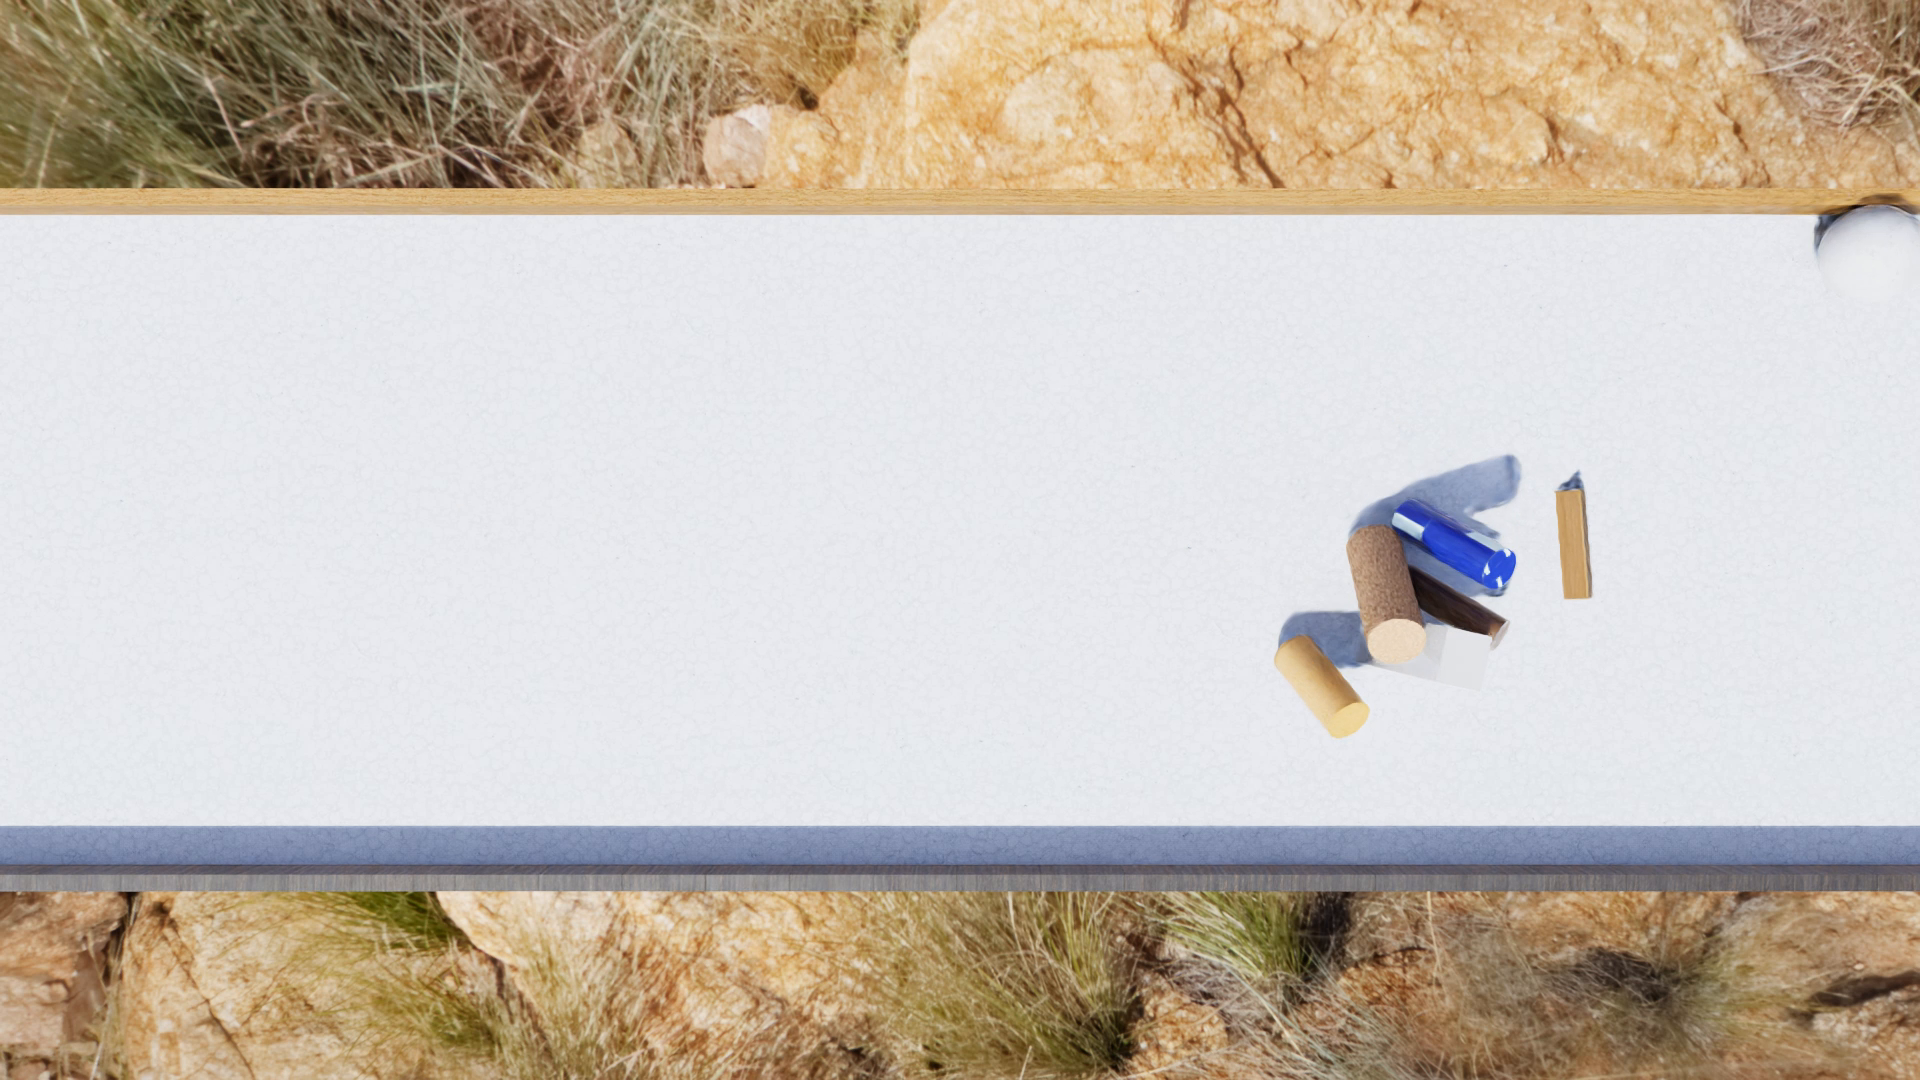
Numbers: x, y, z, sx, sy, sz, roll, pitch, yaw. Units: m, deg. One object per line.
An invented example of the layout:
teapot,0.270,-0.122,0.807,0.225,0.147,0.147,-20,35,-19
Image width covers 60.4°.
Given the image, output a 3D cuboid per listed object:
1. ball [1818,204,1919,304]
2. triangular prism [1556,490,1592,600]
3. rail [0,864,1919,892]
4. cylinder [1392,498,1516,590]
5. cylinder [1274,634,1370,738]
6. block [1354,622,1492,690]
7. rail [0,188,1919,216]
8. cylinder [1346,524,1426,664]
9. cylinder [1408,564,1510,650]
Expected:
ball,2.728,-0.853,4.929,0.295,0.295,0.295,0,90,0
triangular prism,1.889,0.014,5.035,0.090,0.078,0.333,-5,90,0
rail,-2.247,1.025,5.001,12.000,0.150,0.050,0,90,0
cylinder,1.459,0.009,4.889,0.126,0.381,0.126,-14,121,-26
cylinder,1.076,0.434,4.917,0.139,0.310,0.139,-15,132,-17
block,1.359,0.323,4.865,0.159,0.393,0.159,12,90,-23
rail,-2.247,-1.025,5.002,12.000,0.150,0.050,0,90,0
cylinder,1.247,0.153,4.843,0.164,0.457,0.164,2,126,3
cylinder,1.472,0.200,4.947,0.338,0.104,0.104,34,90,30
